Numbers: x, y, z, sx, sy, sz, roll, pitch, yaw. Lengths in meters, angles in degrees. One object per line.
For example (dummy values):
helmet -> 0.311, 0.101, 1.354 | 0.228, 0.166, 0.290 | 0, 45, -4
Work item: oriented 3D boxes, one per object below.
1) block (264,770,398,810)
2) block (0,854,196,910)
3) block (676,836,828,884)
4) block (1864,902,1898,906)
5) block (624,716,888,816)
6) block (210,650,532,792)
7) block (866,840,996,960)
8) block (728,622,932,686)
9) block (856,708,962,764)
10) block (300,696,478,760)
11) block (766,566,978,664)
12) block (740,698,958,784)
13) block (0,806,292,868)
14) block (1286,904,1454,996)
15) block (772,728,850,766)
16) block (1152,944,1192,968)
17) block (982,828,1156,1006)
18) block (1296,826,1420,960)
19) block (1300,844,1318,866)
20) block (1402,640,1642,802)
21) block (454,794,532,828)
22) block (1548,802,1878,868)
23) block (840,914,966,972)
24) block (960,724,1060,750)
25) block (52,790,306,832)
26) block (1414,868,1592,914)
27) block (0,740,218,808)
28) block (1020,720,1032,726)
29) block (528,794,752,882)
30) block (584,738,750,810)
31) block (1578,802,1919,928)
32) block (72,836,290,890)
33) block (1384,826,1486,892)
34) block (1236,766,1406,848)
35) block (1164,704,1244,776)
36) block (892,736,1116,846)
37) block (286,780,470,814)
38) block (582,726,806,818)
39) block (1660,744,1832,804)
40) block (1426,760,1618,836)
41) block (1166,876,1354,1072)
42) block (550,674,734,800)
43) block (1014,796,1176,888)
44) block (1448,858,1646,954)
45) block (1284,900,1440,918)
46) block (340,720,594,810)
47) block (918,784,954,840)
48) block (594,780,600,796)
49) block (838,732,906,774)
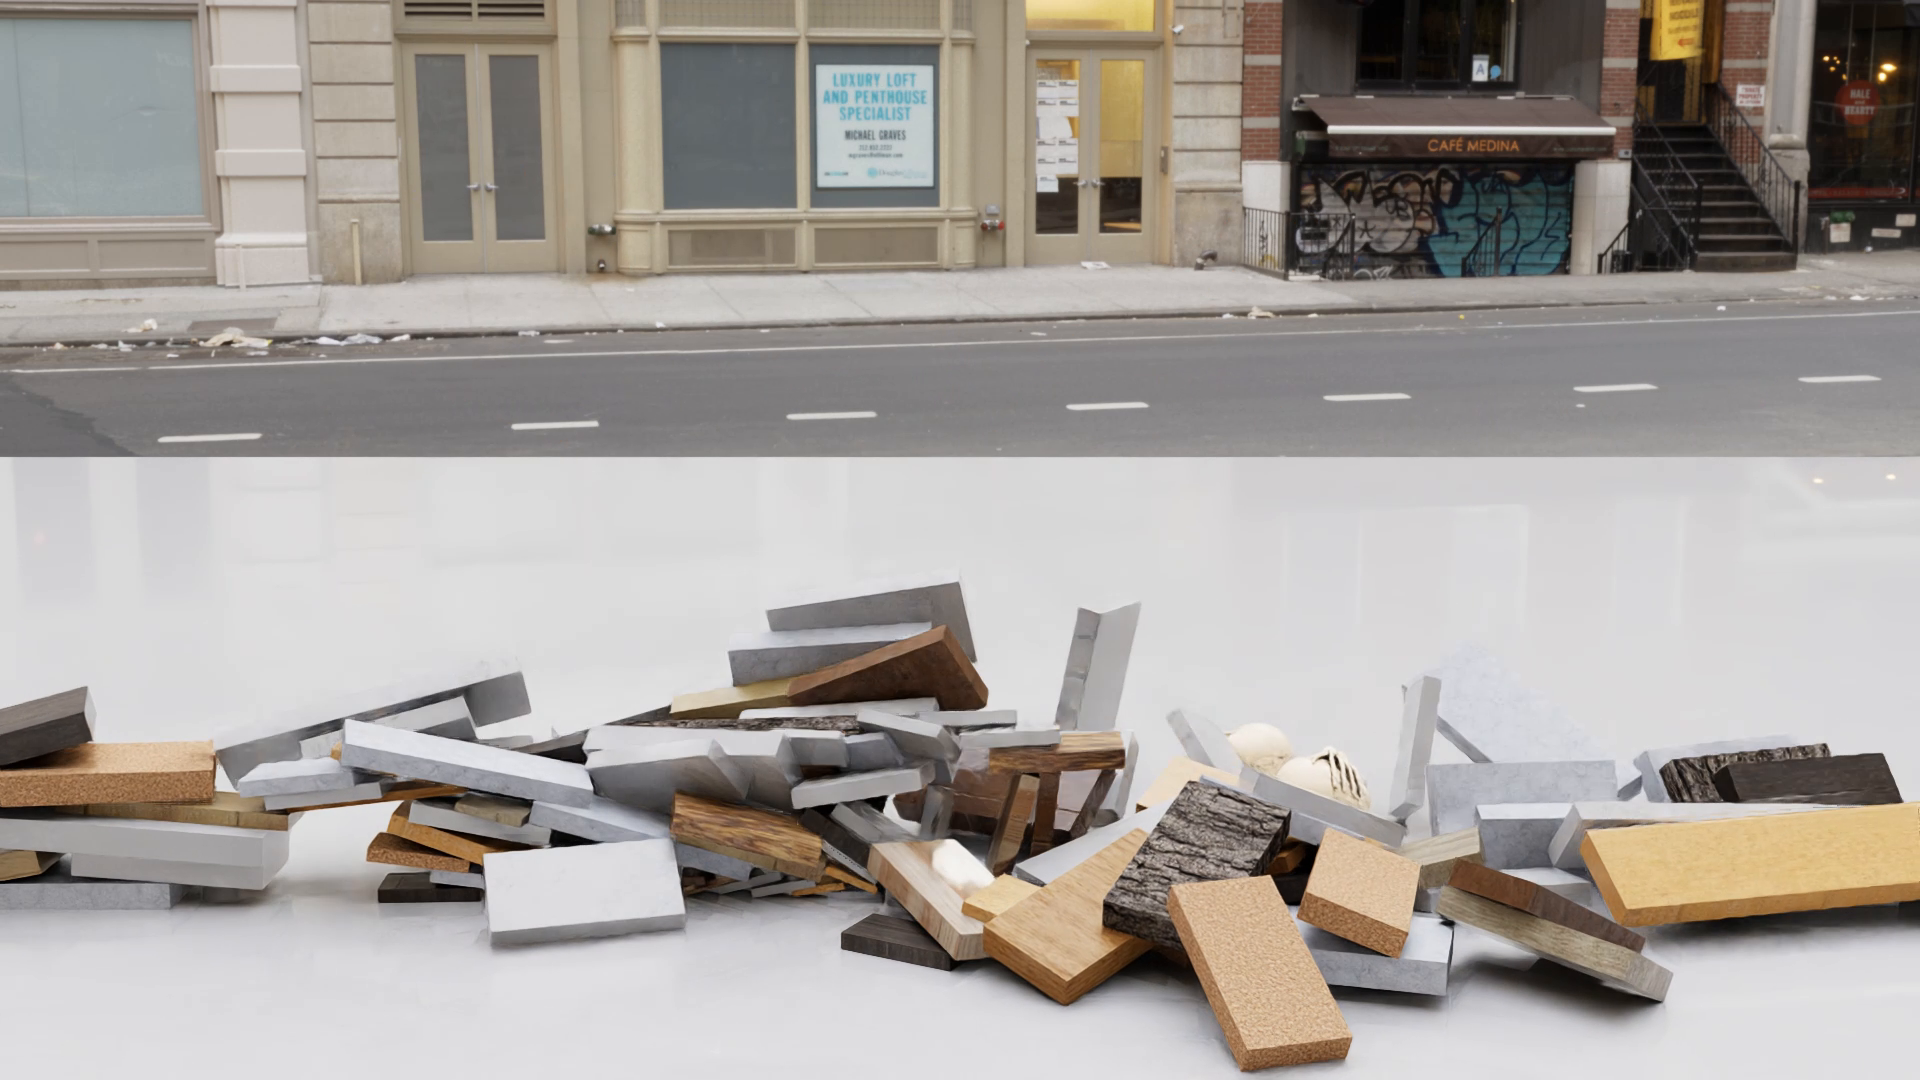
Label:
block -> -1.035, 0.407, 3.621 | 0.193, 0.027, 0.096 | -6, 11, 3
block -> -1.445, 0.568, 3.665 | 0.310, 0.044, 0.155 | 0, 11, 0
block -> -0.340, 0.502, 3.664 | 0.245, 0.035, 0.122 | 16, 9, 0
block -> 1.413, 0.572, 3.666 | 0.252, 0.036, 0.126 | 0, 11, -1
block -> -0.359, 0.394, 3.806 | 0.446, 0.177, 0.050 | -3, 34, 17
block -> -1.007, 0.312, 3.792 | 0.518, 0.151, 0.043 | -15, 58, -12
block -> -0.008, 0.563, 3.466 | 0.155, 0.044, 0.311 | 1, 18, -30
block -> -0.221, 0.246, 3.919 | 0.359, 0.180, 0.051 | -4, 31, 4
block -> -0.084, 0.324, 3.629 | 0.165, 0.081, 0.023 | 9, 59, 35
block -> -0.975, 0.350, 3.774 | 0.277, 0.039, 0.139 | -15, -25, -10
block -> -0.155, 0.159, 3.925 | 0.349, 0.175, 0.049 | -9, 30, 7
block -> -0.196, 0.358, 3.803 | 0.355, 0.155, 0.044 | -5, 34, 16
block -> -1.565, 0.456, 3.638 | 0.865, 0.051, 0.180 | 5, 10, -2
block -> 0.552, 0.607, 3.291 | 0.356, 0.050, 0.178 | 3, 11, 15
block -> -0.251, 0.346, 3.670 | 0.125, 0.063, 0.018 | 1, 37, 19
block -> 0.406, 0.621, 3.427 | 0.194, 0.028, 0.097 | -6, 12, -28
block -> 0.217, 0.566, 3.339 | 0.344, 0.049, 0.172 | -26, 39, -37
block -> 0.606, 0.529, 3.322 | 0.156, 0.044, 0.311 | 21, 15, 10
block -> 0.600, 0.521, 3.664 | 0.014, 0.049, 0.098 | -32, -1, 43
block -> 1.041, 0.366, 4.099 | 0.178, 0.050, 0.452 | -29, 44, -16
block -> -0.764, 0.443, 3.604 | 0.113, 0.016, 0.057 | 13, 10, 5
block -> 1.282, 0.499, 3.704 | 0.572, 0.130, 0.037 | 2, 45, -11
block -> -0.077, 0.624, 3.413 | 0.194, 0.028, 0.097 | 6, 12, 28
block -> 0.083, 0.324, 3.620 | 0.163, 0.023, 0.081 | -3, 1, 1
block -> -1.291, 0.439, 3.644 | 0.384, 0.027, 0.096 | 5, 10, -1
block -> 0.872, 0.574, 3.593 | 0.274, 0.039, 0.137 | -2, 2, -10
block -> -1.424, 0.386, 3.642 | 0.359, 0.051, 0.180 | 0, 11, -16
block -> 0.155, 0.435, 4.074 | 0.121, 0.034, 0.242 | -41, 41, -15
block -> -0.523, 0.486, 3.663 | 0.371, 0.035, 0.122 | 16, 9, -3
block -> -0.489, 0.394, 3.678 | 0.250, 0.125, 0.035 | -9, 45, 28
block -> 1.468, 0.506, 3.544 | 0.934, 0.046, 0.162 | -3, 41, -11
block -> -1.294, 0.524, 3.662 | 0.310, 0.044, 0.155 | 5, 10, -2
block -> 0.720, 0.540, 3.599 | 0.274, 0.039, 0.137 | -17, 6, 14
block -> 0.597, 0.442, 3.647 | 0.260, 0.037, 0.130 | 20, -1, -4
block -> 0.477, 0.412, 4.065 | 0.121, 0.034, 0.242 | 27, 22, -37
block -> 0.078, 0.441, 3.918 | 0.359, 0.051, 0.180 | 6, 44, 30
block -> -0.956, 0.418, 3.630 | 0.298, 0.016, 0.057 | -7, 11, 2
block -> -0.444, 0.395, 3.732 | 0.355, 0.177, 0.050 | 0, 47, 19
block -> 1.431, 0.462, 3.930 | 0.331, 0.166, 0.047 | -3, -30, -18
block -> 0.987, 0.472, 3.846 | 0.325, 0.162, 0.046 | -1, -13, -5
block -> 0.418, 0.606, 3.101 | 0.156, 0.044, 0.311 | -3, 37, -16
block -> -0.462, 0.347, 4.012 | 0.562, 0.175, 0.049 | -15, 28, -26
block -> 0.282, 0.513, 3.577 | 0.344, 0.049, 0.172 | -19, 18, -25
block -> 0.889, 0.562, 3.325 | 0.297, 0.042, 0.149 | 27, -9, -36
block -> 0.626, 0.596, 3.452 | 0.242, 0.034, 0.121 | 4, -4, 17
block -> -0.812, 0.370, 3.622 | 0.404, 0.035, 0.125 | 13, 10, -18
block -> -0.044, 0.494, 3.774 | 0.020, 0.143, 0.072 | 12, -4, -23
block -> -0.767, 0.473, 3.836 | 0.277, 0.139, 0.039 | -3, 23, -12
block -> -0.159, 0.354, 3.664 | 0.125, 0.063, 0.018 | -11, 33, 35
